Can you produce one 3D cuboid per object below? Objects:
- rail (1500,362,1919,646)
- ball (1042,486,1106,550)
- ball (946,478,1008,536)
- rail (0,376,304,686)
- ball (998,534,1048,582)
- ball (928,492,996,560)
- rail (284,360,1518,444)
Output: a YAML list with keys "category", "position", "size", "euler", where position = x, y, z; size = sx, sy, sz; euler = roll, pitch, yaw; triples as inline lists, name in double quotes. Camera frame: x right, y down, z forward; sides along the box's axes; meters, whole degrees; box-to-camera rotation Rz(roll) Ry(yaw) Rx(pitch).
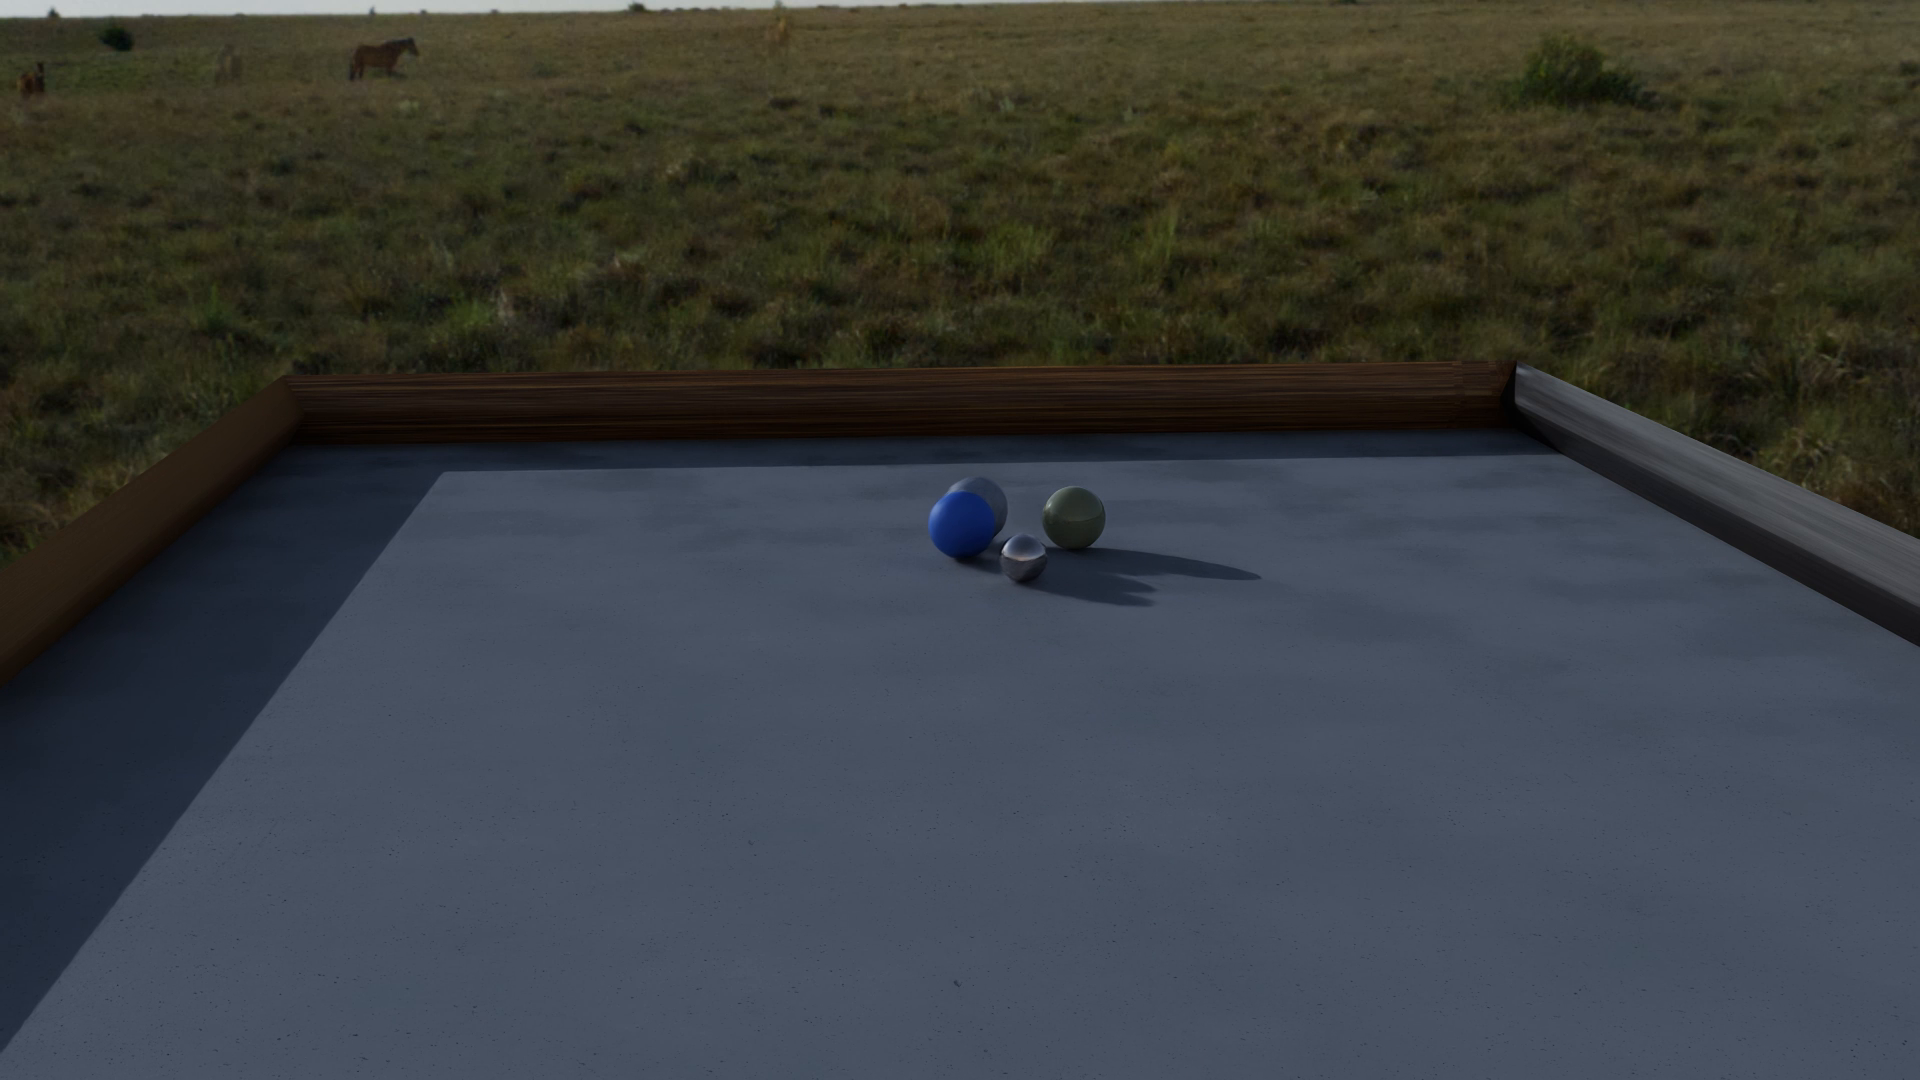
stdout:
- category: "rail"
  position: [1.208, 0.204, 2.104]
  size: [0.045, 0.128, 4.288]
  euler: [-1, 13, -4]
- category: "ball"
  position: [0.166, -0.032, 3.206]
  size: [0.094, 0.094, 0.094]
  euler: [0, 13, 0]
- category: "ball"
  position: [0.022, -0.044, 3.245]
  size: [0.098, 0.098, 0.098]
  euler: [0, 13, 0]
- category: "rail"
  position: [-1.036, 0.245, 1.928]
  size: [0.045, 0.128, 4.288]
  euler: [-1, 13, -4]
- category: "ball"
  position: [0.086, 0.025, 3.020]
  size: [0.066, 0.066, 0.066]
  euler: [0, 13, 0]
- category: "ball"
  position: [0.002, -0.021, 3.150]
  size: [0.097, 0.097, 0.097]
  euler: [0, 13, 0]
- category: "rail"
  position: [-0.084, -0.252, 4.075]
  size: [2.299, 0.128, 0.045]
  euler: [-1, 13, -4]
